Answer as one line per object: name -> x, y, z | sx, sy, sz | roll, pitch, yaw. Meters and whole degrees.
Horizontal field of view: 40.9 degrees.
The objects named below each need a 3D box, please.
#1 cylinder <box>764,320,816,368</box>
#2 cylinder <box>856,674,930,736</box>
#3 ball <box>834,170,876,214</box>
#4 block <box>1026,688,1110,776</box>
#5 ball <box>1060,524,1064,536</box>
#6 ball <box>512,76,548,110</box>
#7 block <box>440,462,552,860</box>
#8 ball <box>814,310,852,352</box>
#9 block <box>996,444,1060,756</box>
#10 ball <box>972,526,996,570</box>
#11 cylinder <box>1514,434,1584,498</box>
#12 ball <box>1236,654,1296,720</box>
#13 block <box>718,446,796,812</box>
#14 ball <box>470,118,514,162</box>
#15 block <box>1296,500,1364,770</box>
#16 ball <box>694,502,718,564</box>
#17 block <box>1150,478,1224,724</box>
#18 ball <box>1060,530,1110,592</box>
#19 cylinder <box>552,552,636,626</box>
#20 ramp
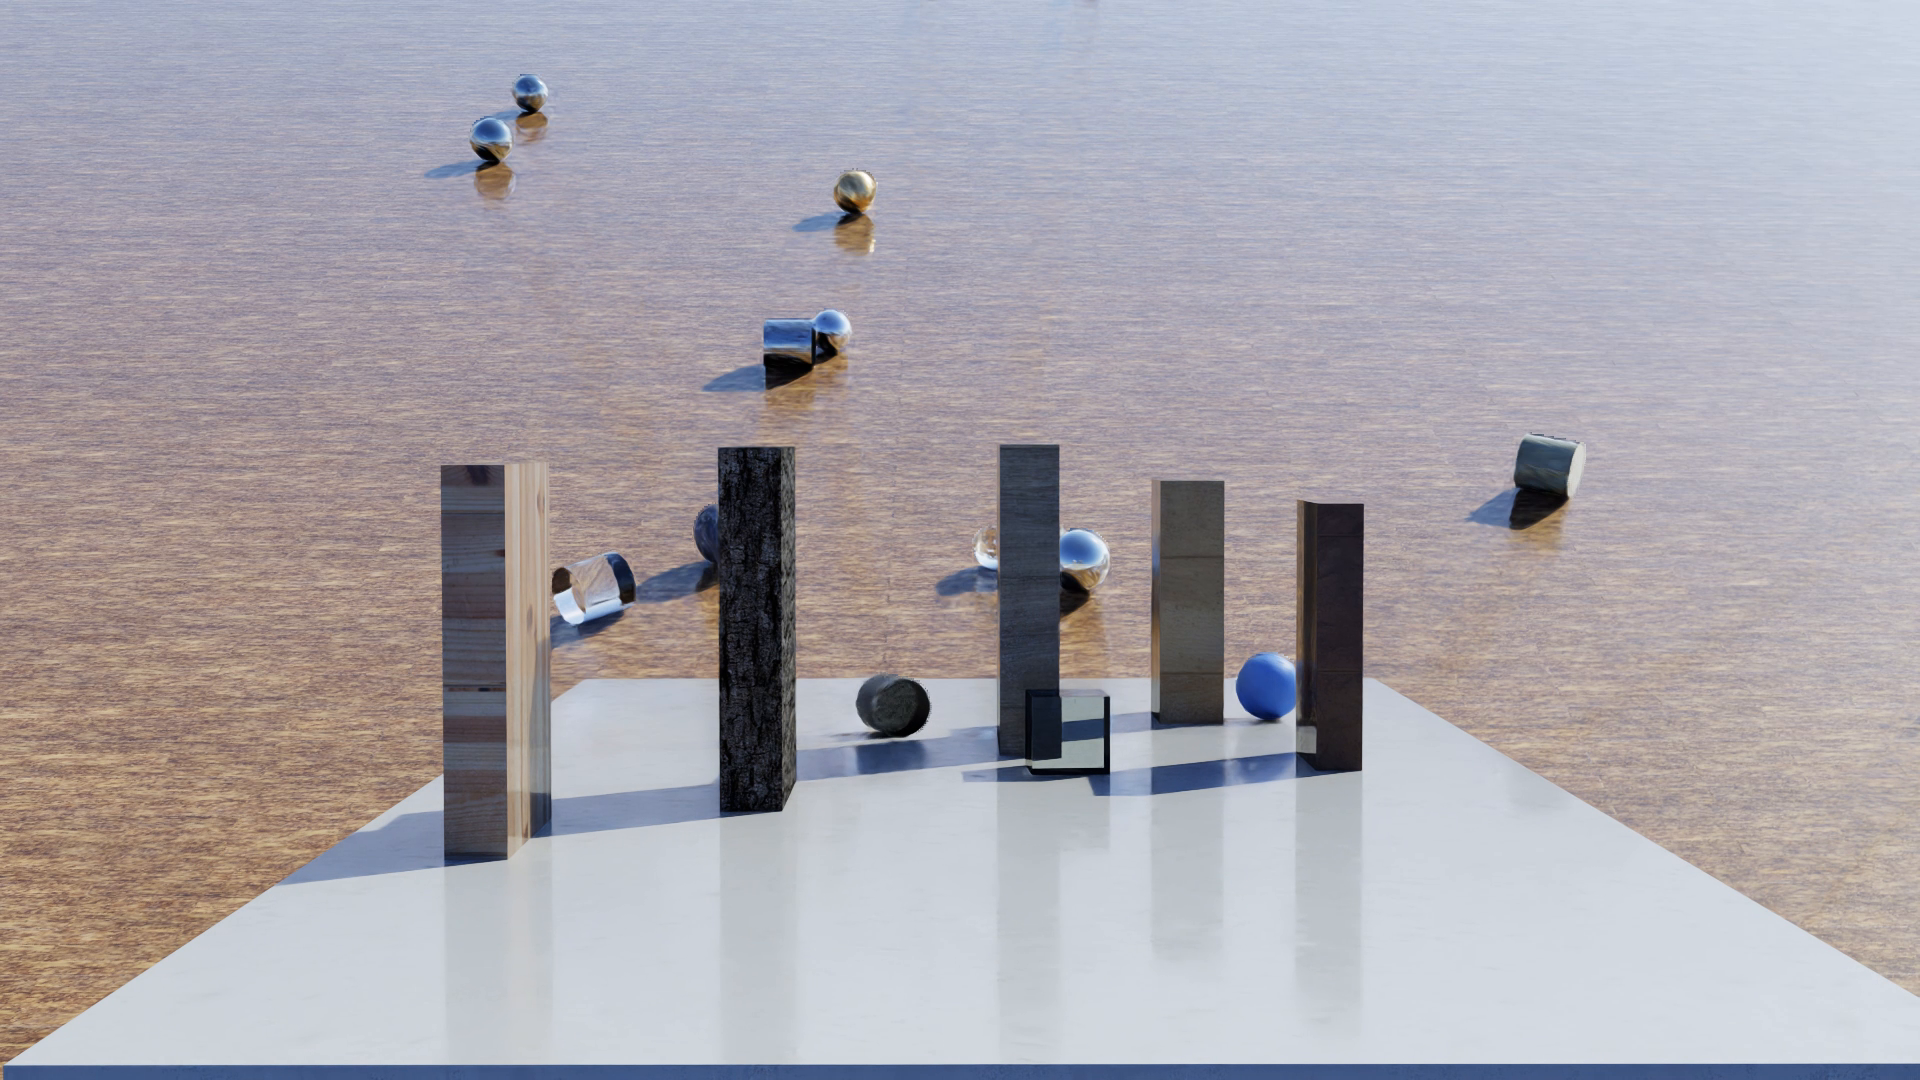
cylinder -> -0.593, -0.684, 8.971 | 0.167, 0.167, 0.167 | 1, 23, 1
cylinder -> -0.140, 0.342, 5.338 | 0.117, 0.117, 0.117 | -10, 6, -22
ball -> -0.439, -1.452, 10.749 | 0.179, 0.179, 0.179 | 0, 23, 0
block -> 0.198, 0.354, 4.758 | 0.143, 0.143, 0.143 | 0, 2, -4
ball -> 0.223, -0.014, 7.432 | 0.152, 0.152, 0.152 | 0, 23, 0
ball -> -2.069, -2.151, 12.389 | 0.169, 0.169, 0.169 | 0, 23, 0
block -> -0.707, 0.171, 3.950 | 0.093, 0.576, 0.408 | 0, 2, 0
ball -> -0.459, -0.743, 9.137 | 0.147, 0.147, 0.147 | 0, 23, 0
block -> 0.134, 0.108, 5.154 | 0.115, 0.600, 0.384 | 0, 2, 0
ball -> 0.099, 0.022, 7.382 | 0.125, 0.125, 0.125 | 0, 23, 0
cylinder -> 1.807, -0.228, 7.898 | 0.166, 0.166, 0.166 | 13, 26, 25
ball -> 0.671, 0.319, 5.594 | 0.143, 0.143, 0.143 | 0, 23, 0
block -> -0.345, 0.140, 4.411 | 0.103, 0.599, 0.371 | 0, 2, 0
ball -> -2.096, -1.792, 11.523 | 0.191, 0.191, 0.191 | 0, 23, 0
block -> 0.699, 0.173, 4.877 | 0.085, 0.493, 0.284 | 0, 2, 0
ball -> -0.672, -0.018, 7.400 | 0.185, 0.185, 0.185 | 0, 23, 0
block -> 0.496, 0.128, 5.625 | 0.137, 0.521, 0.247 | 0, 2, 0
ball -> 0.333, 0.059, 7.231 | 0.176, 0.176, 0.176 | 0, 23, 0
cylinder -> -1.006, 0.133, 7.073 | 0.165, 0.165, 0.165 | -19, 30, -37
ramp -> 0.053, 0.484, 4.539 | 2.000, 0.100, 4.000 | 0, 2, 0
